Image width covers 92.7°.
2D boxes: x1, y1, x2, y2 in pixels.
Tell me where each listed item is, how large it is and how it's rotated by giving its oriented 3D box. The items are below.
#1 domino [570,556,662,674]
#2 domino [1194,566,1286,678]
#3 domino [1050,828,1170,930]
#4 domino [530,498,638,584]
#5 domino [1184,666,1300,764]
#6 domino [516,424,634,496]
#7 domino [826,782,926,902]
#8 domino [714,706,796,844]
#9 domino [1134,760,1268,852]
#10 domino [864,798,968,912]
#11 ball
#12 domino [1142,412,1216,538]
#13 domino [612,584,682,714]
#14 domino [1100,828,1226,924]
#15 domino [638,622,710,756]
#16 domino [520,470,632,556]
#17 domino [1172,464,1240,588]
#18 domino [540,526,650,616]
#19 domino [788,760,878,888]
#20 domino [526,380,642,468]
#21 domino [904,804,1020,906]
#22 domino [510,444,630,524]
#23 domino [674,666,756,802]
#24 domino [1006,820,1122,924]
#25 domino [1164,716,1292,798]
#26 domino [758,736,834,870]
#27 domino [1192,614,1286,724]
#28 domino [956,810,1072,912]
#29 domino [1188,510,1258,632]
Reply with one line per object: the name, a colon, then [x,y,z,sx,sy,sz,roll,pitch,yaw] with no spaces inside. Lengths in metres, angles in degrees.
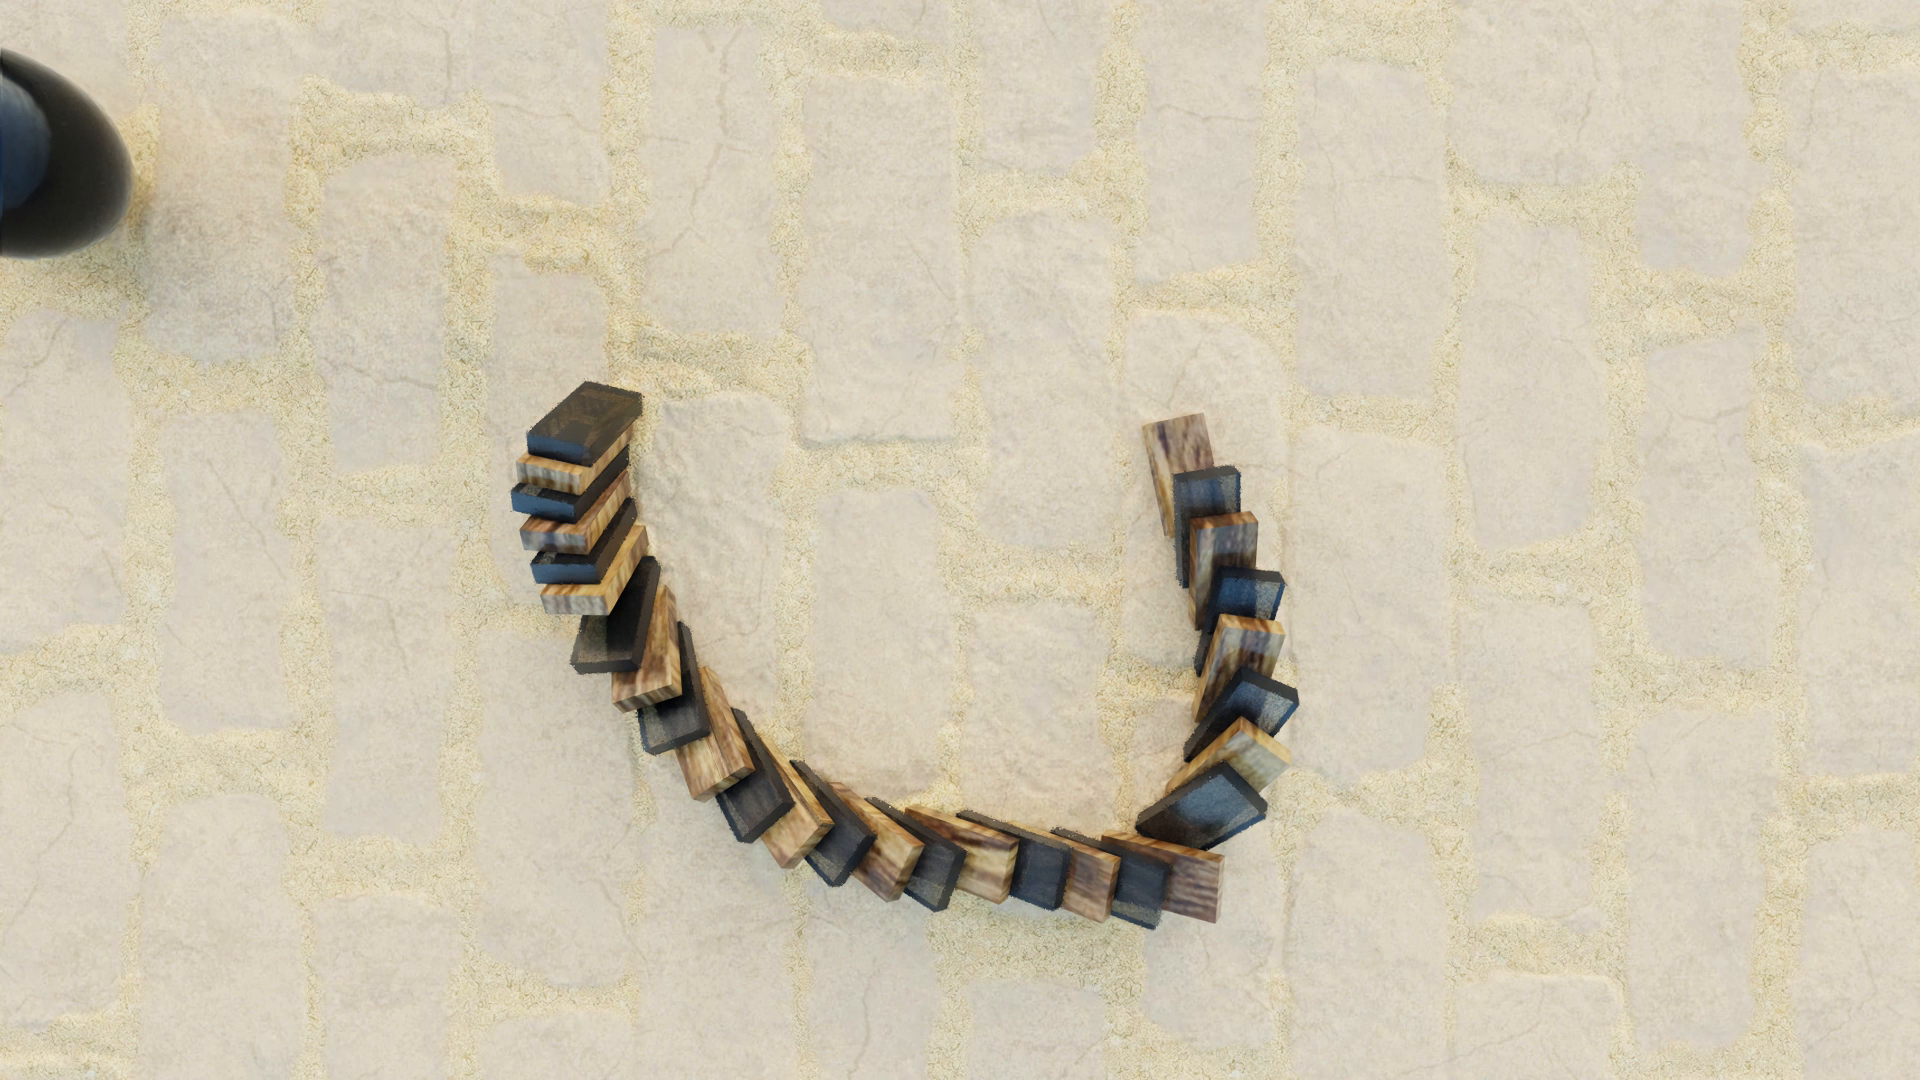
domino: [-0.142,0.031,0.381,0.025,0.009,0.050,-4,54,4]
domino: [0.116,0.036,0.384,0.025,0.010,0.050,6,119,0]
domino: [0.060,0.141,0.384,0.050,0.009,0.025,11,90,28]
domino: [-0.153,-0.001,0.377,0.025,0.050,0.010,1,124,0]
domino: [0.117,0.078,0.382,0.025,0.010,0.050,23,122,-1]
domino: [-0.157,-0.038,0.377,0.025,0.050,0.010,12,124,0]
domino: [-0.041,0.125,0.382,0.050,0.010,0.025,26,91,32]
domino: [-0.091,0.098,0.382,0.025,0.010,0.050,-42,59,4]
domino: [0.100,0.115,0.383,0.025,0.010,0.050,45,122,0]
domino: [-0.023,0.130,0.383,0.050,0.010,0.025,20,90,32]
ball: [-0.378,-0.152,0.360,0.080,0.080,0.080,0,90,0]
domino: [0.097,-0.028,0.395,0.025,0.009,0.050,-12,90,0]
domino: [-0.131,0.045,0.381,0.025,0.009,0.050,-18,53,0]
domino: [0.084,0.140,0.384,0.050,0.009,0.025,5,92,28]
domino: [-0.123,0.062,0.384,0.025,0.009,0.050,-21,62,0]
domino: [-0.157,-0.013,0.377,0.025,0.050,0.009,4,124,0]
domino: [0.104,-0.005,0.384,0.025,0.010,0.050,-10,118,0]
domino: [-0.149,0.011,0.376,0.025,0.050,0.010,1,124,2]
domino: [-0.060,0.118,0.383,0.050,0.010,0.025,35,90,32]
domino: [-0.153,-0.048,0.377,0.025,0.050,0.009,12,124,0]
domino: [-0.002,0.131,0.385,0.050,0.010,0.025,11,90,27]
domino: [-0.159,-0.026,0.377,0.025,0.050,0.009,12,124,0]
domino: [-0.107,0.081,0.383,0.025,0.010,0.050,-32,60,0]
domino: [0.040,0.138,0.384,0.050,0.010,0.025,11,90,28]
domino: [0.111,0.098,0.383,0.025,0.009,0.050,35,122,0]
domino: [-0.077,0.109,0.383,0.025,0.009,0.050,-48,58,2]
domino: [0.116,0.056,0.384,0.025,0.010,0.050,8,119,0]
domino: [0.020,0.134,0.384,0.050,0.010,0.025,11,90,28]
domino: [0.110,0.013,0.383,0.025,0.009,0.050,-8,120,-1]
